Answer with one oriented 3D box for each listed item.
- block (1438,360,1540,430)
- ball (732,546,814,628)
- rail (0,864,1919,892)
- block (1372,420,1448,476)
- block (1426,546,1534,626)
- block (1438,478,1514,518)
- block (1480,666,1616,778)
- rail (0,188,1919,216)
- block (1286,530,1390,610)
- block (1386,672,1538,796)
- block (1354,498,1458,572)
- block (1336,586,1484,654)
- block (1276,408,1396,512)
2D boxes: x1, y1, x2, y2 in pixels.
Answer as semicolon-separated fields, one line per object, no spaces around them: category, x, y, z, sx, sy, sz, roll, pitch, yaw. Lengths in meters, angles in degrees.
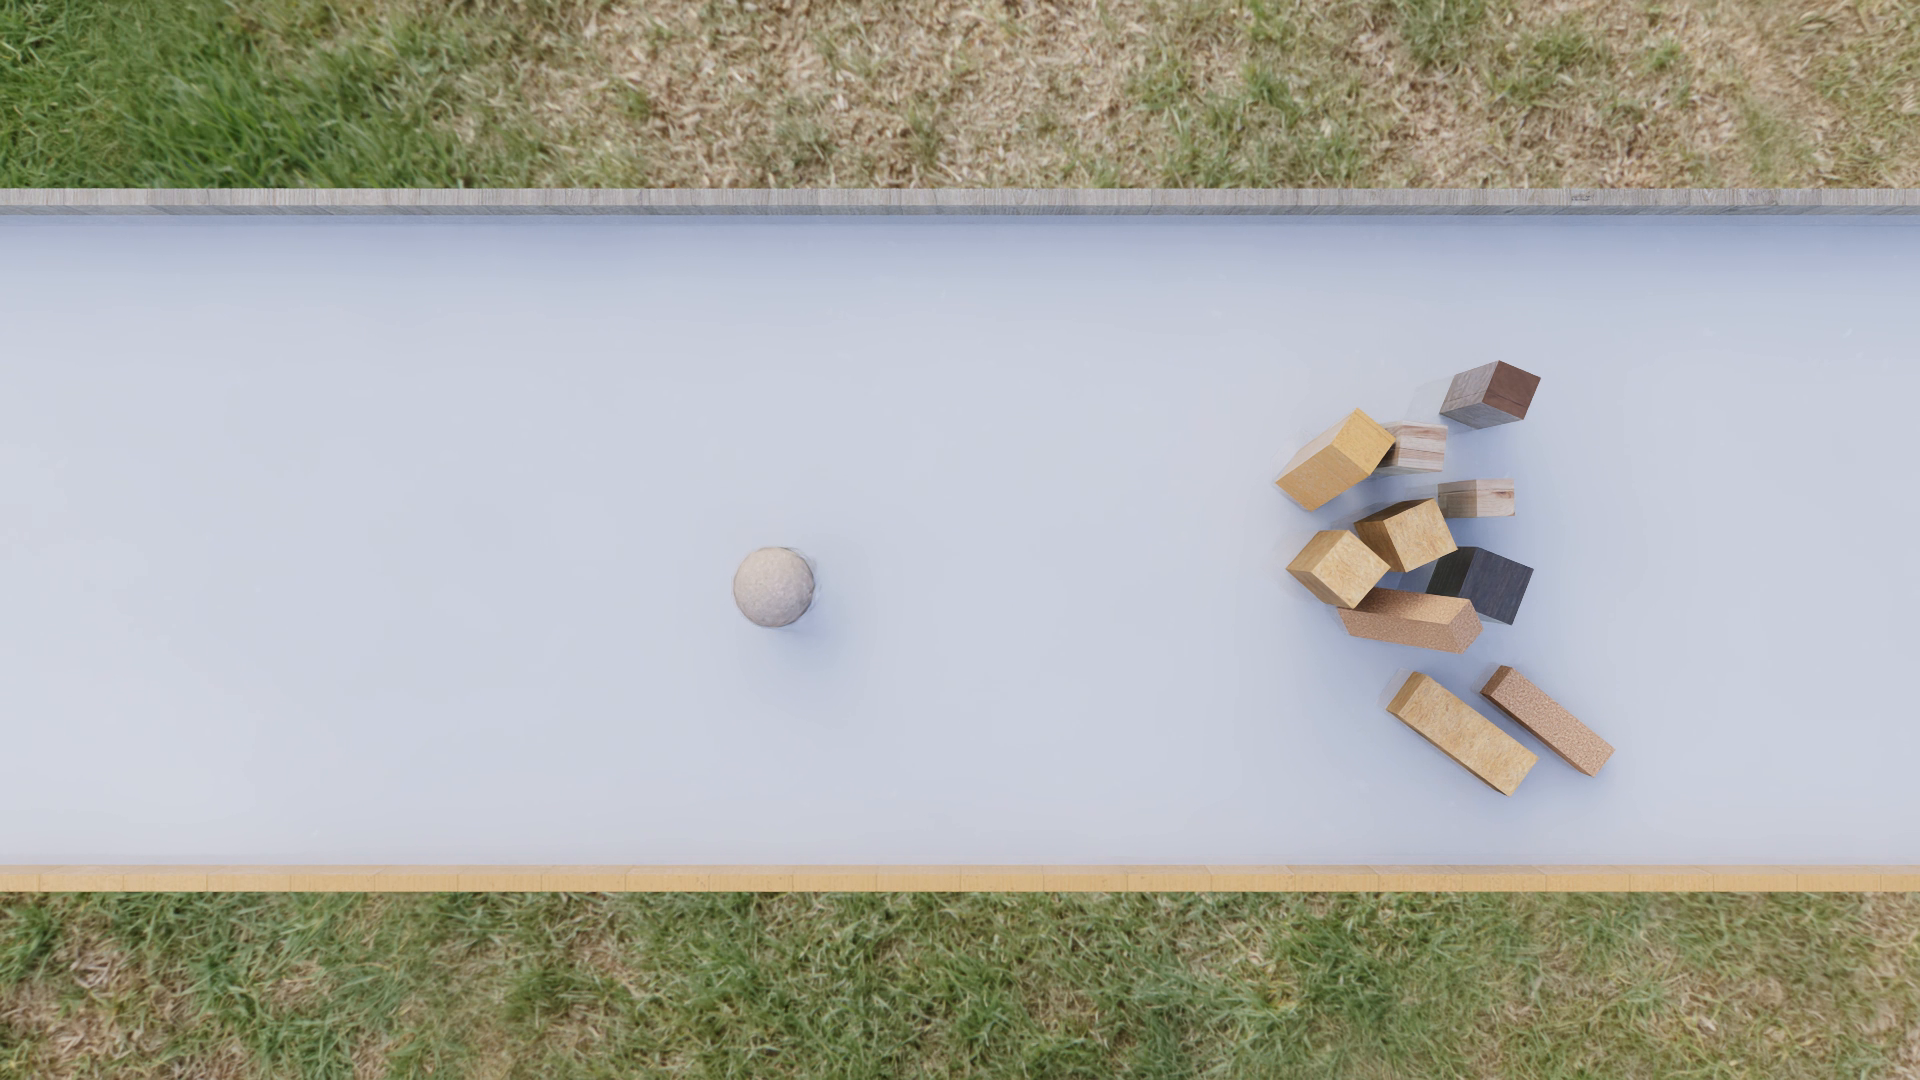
block;1.558;-0.424;4.868;0.129;0.417;0.129;23;90;0
ball;-0.559;0.141;4.954;0.244;0.244;0.244;0;90;0
rail;-2.247;1.025;5.001;12.000;0.150;0.050;0;90;0
block;1.288;-0.268;4.861;0.130;0.421;0.130;7;90;-5
block;1.538;0.133;4.910;0.175;0.333;0.175;21;90;0
block;1.525;-0.121;4.885;0.107;0.382;0.107;-1;90;0
block;1.788;0.550;5.023;0.398;0.108;0.108;38;90;0
rail;-2.247;-1.025;5.002;12.000;0.150;0.050;0;90;0
block;1.106;0.083;4.859;0.158;0.429;0.158;42;91;1
block;1.520;0.586;5.003;0.417;0.147;0.147;37;90;0
block;1.319;-0.013;4.905;0.162;0.342;0.162;-24;90;-1
block;1.319;0.231;4.857;0.111;0.423;0.111;-42;116;-23
block;1.099;-0.231;4.855;0.142;0.419;0.142;39;72;0
